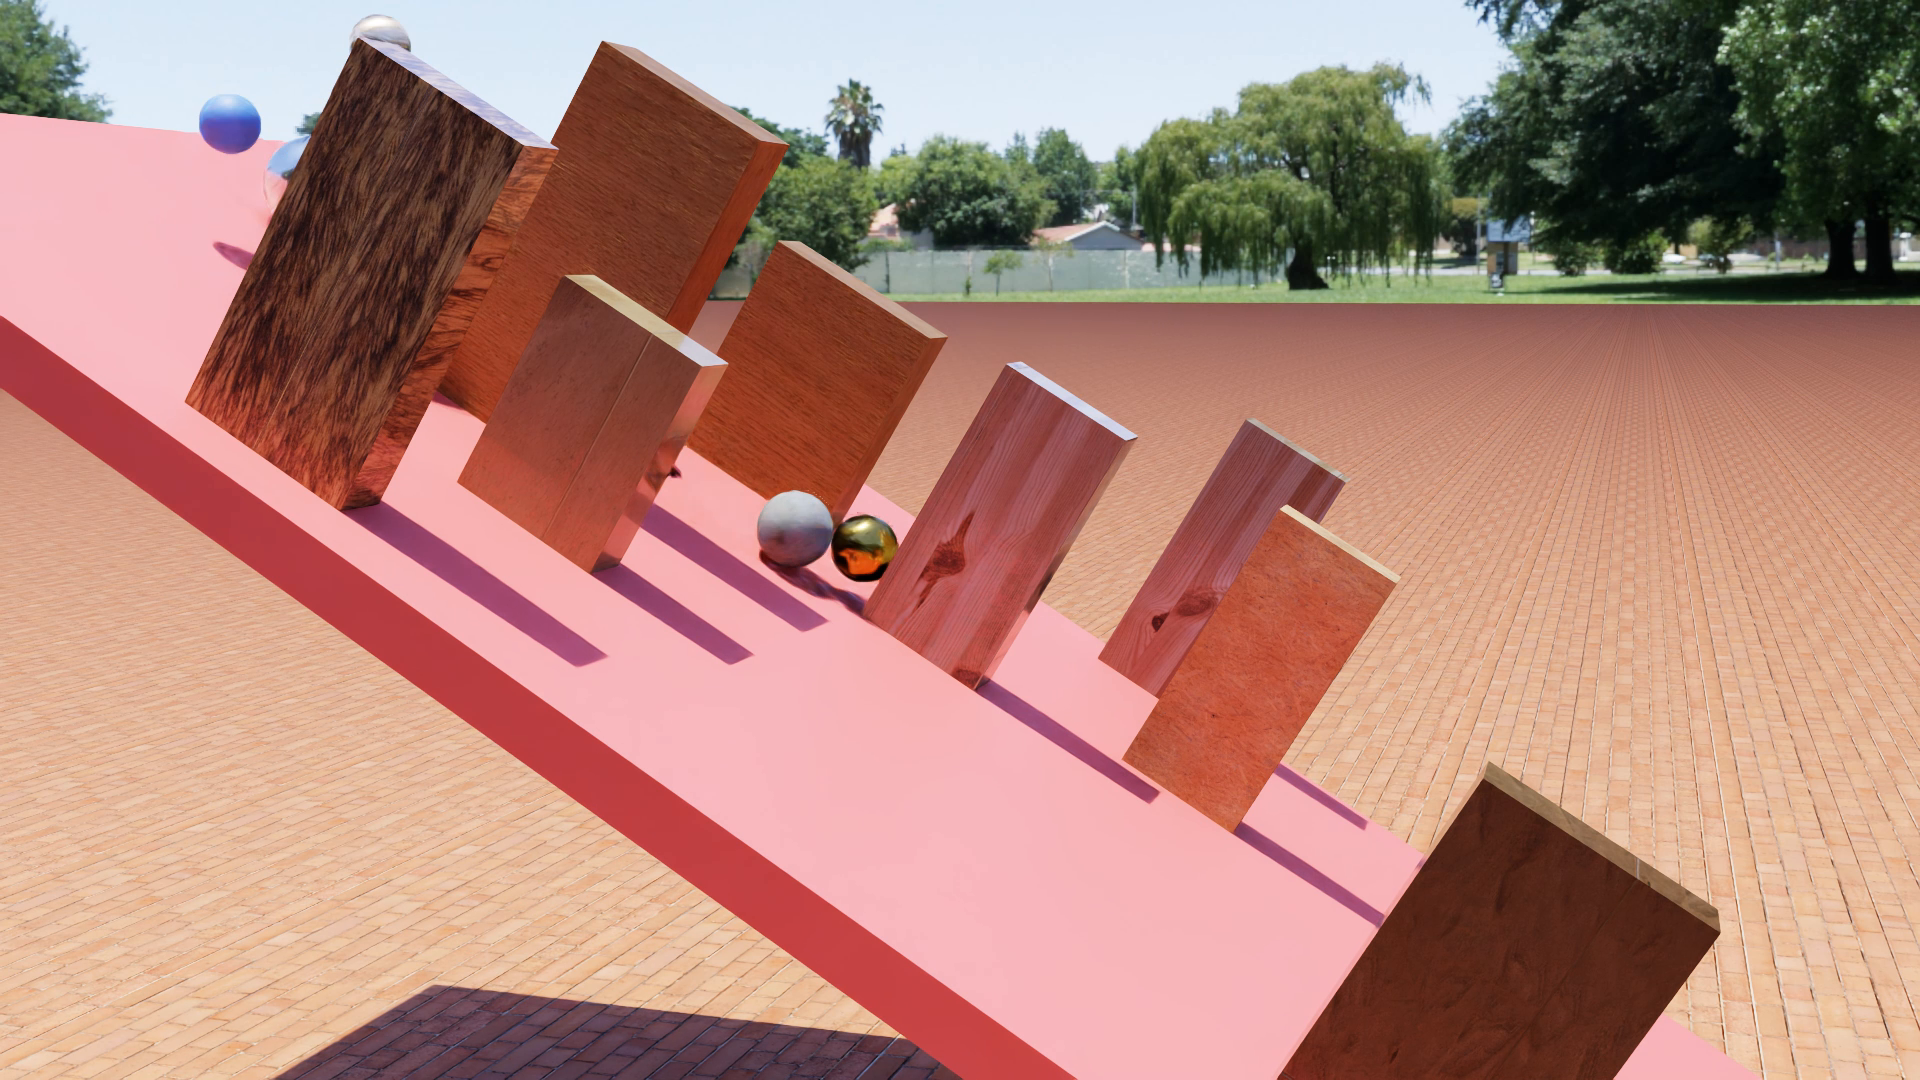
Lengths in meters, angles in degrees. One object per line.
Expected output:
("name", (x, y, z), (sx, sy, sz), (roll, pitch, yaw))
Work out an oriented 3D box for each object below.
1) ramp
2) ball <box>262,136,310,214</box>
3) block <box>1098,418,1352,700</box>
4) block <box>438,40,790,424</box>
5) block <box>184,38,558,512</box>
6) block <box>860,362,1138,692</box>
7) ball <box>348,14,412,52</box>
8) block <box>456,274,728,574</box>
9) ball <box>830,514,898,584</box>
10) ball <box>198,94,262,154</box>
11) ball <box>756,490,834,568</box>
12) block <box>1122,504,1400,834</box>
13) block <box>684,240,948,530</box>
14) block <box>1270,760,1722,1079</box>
("ramp", (-0.166, 0.273, 4.119), (4.000, 0.100, 2.000), (34, 15, 11))
("ball", (-1.335, -0.731, 4.546), (0.204, 0.204, 0.204), (0, 7, 0))
("block", (0.574, 0.065, 4.812), (0.253, 0.626, 0.087), (34, 15, 11))
("block", (-0.659, -0.509, 4.093), (0.357, 0.730, 0.142), (34, 15, 11))
("block", (-0.918, -0.407, 3.412), (0.320, 0.647, 0.111), (34, 15, 11))
("block", (0.072, -0.026, 4.239), (0.270, 0.573, 0.107), (34, 15, 11))
("ball", (-1.213, -1.035, 4.599), (0.127, 0.127, 0.127), (0, 7, 0))
("block", (-0.629, -0.199, 3.756), (0.290, 0.413, 0.113), (34, 15, 11))
("ball", (-0.187, 0.017, 4.311), (0.135, 0.135, 0.135), (0, 7, 0))
("ball", (-1.394, -0.795, 4.199), (0.115, 0.115, 0.115), (0, 7, 0))
("ball", (-0.322, -0.021, 4.287), (0.150, 0.150, 0.150), (0, 7, 0))
("block", (0.583, 0.252, 4.283), (0.260, 0.590, 0.089), (34, 15, 11))
("block", (-0.319, -0.323, 4.638), (0.386, 0.480, 0.126), (34, 15, 11))
("block", (0.746, 0.680, 3.152), (0.374, 0.611, 0.117), (34, 15, 11))
